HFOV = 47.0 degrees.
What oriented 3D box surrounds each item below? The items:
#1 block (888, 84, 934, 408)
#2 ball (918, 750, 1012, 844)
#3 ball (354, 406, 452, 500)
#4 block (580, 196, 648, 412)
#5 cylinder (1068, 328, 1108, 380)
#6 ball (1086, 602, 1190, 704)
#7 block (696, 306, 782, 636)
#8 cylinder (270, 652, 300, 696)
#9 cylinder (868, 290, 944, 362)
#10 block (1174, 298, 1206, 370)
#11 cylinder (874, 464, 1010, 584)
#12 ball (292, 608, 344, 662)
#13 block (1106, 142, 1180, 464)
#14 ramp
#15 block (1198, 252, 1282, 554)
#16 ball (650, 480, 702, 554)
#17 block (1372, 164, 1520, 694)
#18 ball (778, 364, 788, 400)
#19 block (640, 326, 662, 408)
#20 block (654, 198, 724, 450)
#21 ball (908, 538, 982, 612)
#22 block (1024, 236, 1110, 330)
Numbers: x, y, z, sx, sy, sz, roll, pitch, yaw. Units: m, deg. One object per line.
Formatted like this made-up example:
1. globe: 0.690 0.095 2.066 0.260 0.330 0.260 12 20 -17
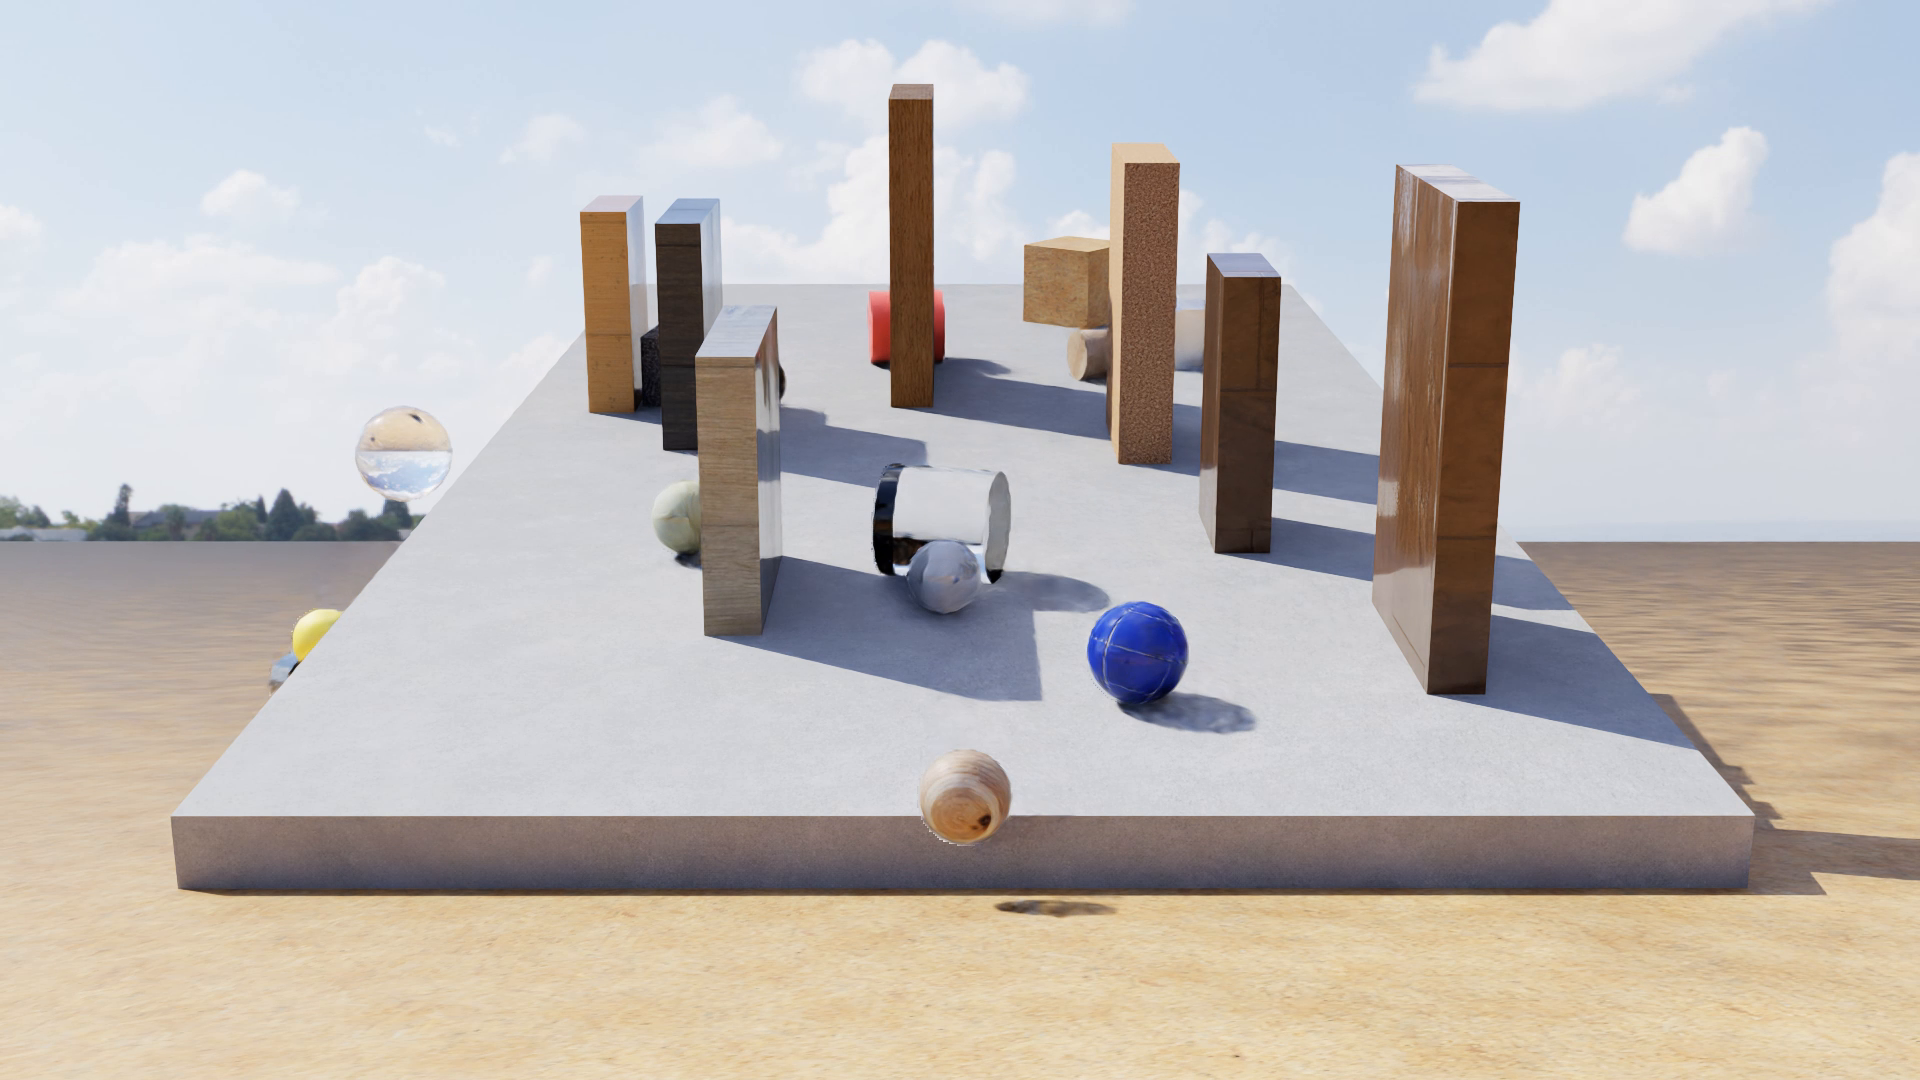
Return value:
1. block: -0.110 -0.692 5.130 0.096 0.689 0.423 0 16 0
2. ball: 0.007 0.314 2.707 0.114 0.114 0.114 0 0 0
3. ball: -1.211 -0.189 4.814 0.207 0.207 0.207 0 0 0
4. block: -0.783 -0.541 5.037 0.102 0.451 0.278 0 16 0
5. cylinder: 0.335 -0.449 5.321 0.117 0.117 0.117 -6 2 -20
6. ball: 0.255 0.161 3.170 0.147 0.147 0.147 0 0 0
7. block: -0.357 -0.125 3.618 0.090 0.445 0.442 0 16 0
8. cylinder: -1.634 0.359 5.549 0.155 0.155 0.155 0 0 -33
9. cylinder: -0.135 -0.531 5.494 0.178 0.178 0.178 -2 0 -6
10. block: 0.554 -0.513 5.490 0.146 0.146 0.146 -5 17 -16
11. cylinder: -0.029 -0.028 3.741 0.190 0.190 0.190 4 1 14
12. ball: -1.381 0.220 4.814 0.141 0.141 0.141 0 0 0
13. block: 0.378 -0.501 4.616 0.109 0.611 0.372 0 16 0
14. ramp: -0.002 -0.162 4.723 2.000 0.100 4.000 0 16 0
15. block: 0.499 -0.249 3.965 0.098 0.492 0.264 0 16 0
16. ball: -0.476 -0.040 3.876 0.131 0.131 0.131 0 0 0
17. block: 0.721 -0.180 3.327 0.085 0.715 0.441 0 16 0
18. ball: -0.453 -0.354 4.978 0.126 0.126 0.126 0 0 0
19. block: -0.633 -0.399 5.071 0.159 0.159 0.159 2 16 7
20. block: -0.576 -0.471 4.752 0.093 0.475 0.393 0 16 0
21. ball: -0.025 0.058 3.572 0.119 0.119 0.119 0 0 0
22. block: 0.320 -0.705 6.037 0.210 0.210 0.210 12 20 35
